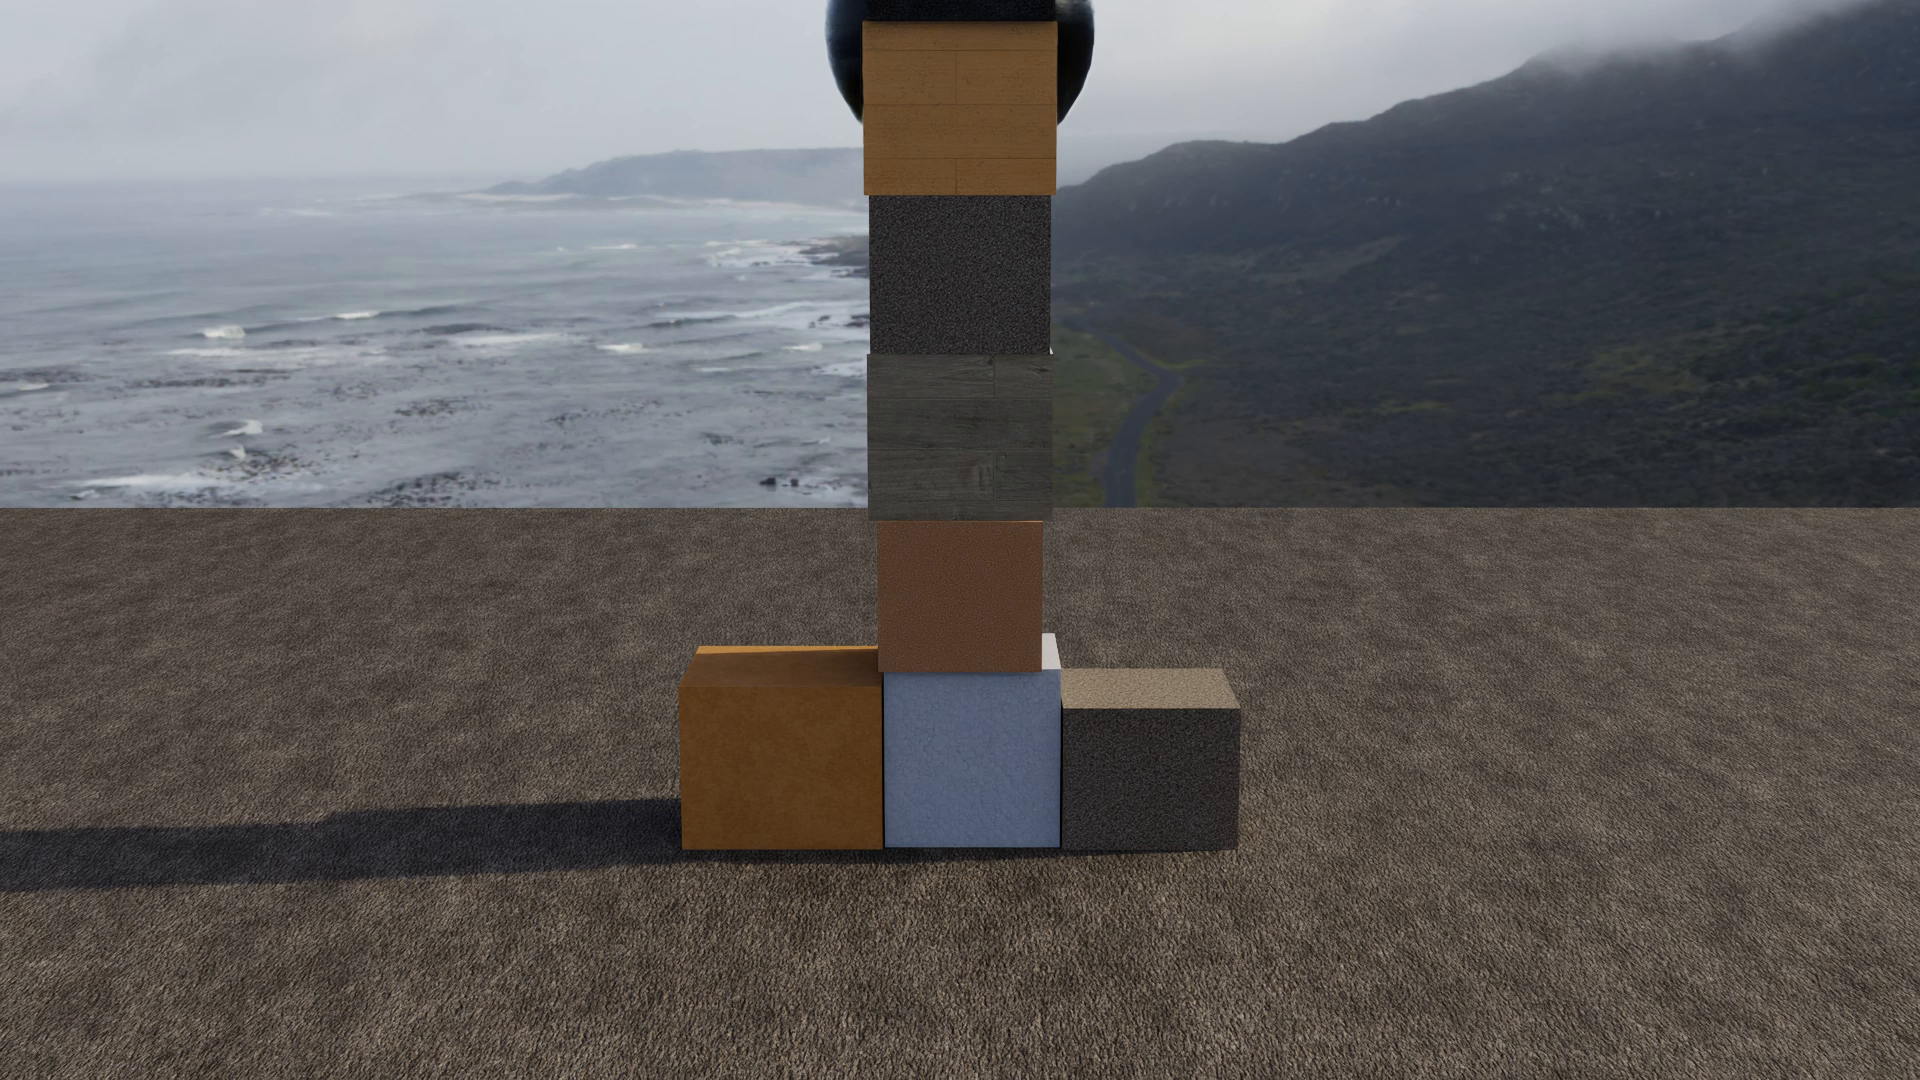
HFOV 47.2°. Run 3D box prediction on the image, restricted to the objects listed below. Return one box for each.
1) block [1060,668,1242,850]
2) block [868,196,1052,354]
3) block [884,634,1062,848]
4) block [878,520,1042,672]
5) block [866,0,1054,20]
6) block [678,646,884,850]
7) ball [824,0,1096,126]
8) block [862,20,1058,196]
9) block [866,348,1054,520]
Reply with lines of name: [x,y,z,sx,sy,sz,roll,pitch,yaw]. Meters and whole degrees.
block: [0.952,1.119,11.371,0.881,0.730,0.833,0,10,0]
block: [0.000,-1.341,10.927,0.867,0.757,0.828,0,10,0]
block: [0.062,1.021,11.377,0.880,0.920,0.800,0,10,0]
block: [0.000,0.204,11.200,0.807,0.751,0.863,0,10,0]
block: [0.000,-2.924,10.641,0.876,0.846,0.924,0,10,0]
block: [-0.891,1.059,11.393,1.004,0.840,0.894,0,10,0]
ball: [0.000,-3.001,12.967,1.600,1.600,1.600,0,10,0]
block: [0.000,-2.111,10.790,0.915,0.807,0.823,0,10,0]
block: [0.000,-0.573,11.096,0.899,0.815,0.870,0,10,0]
